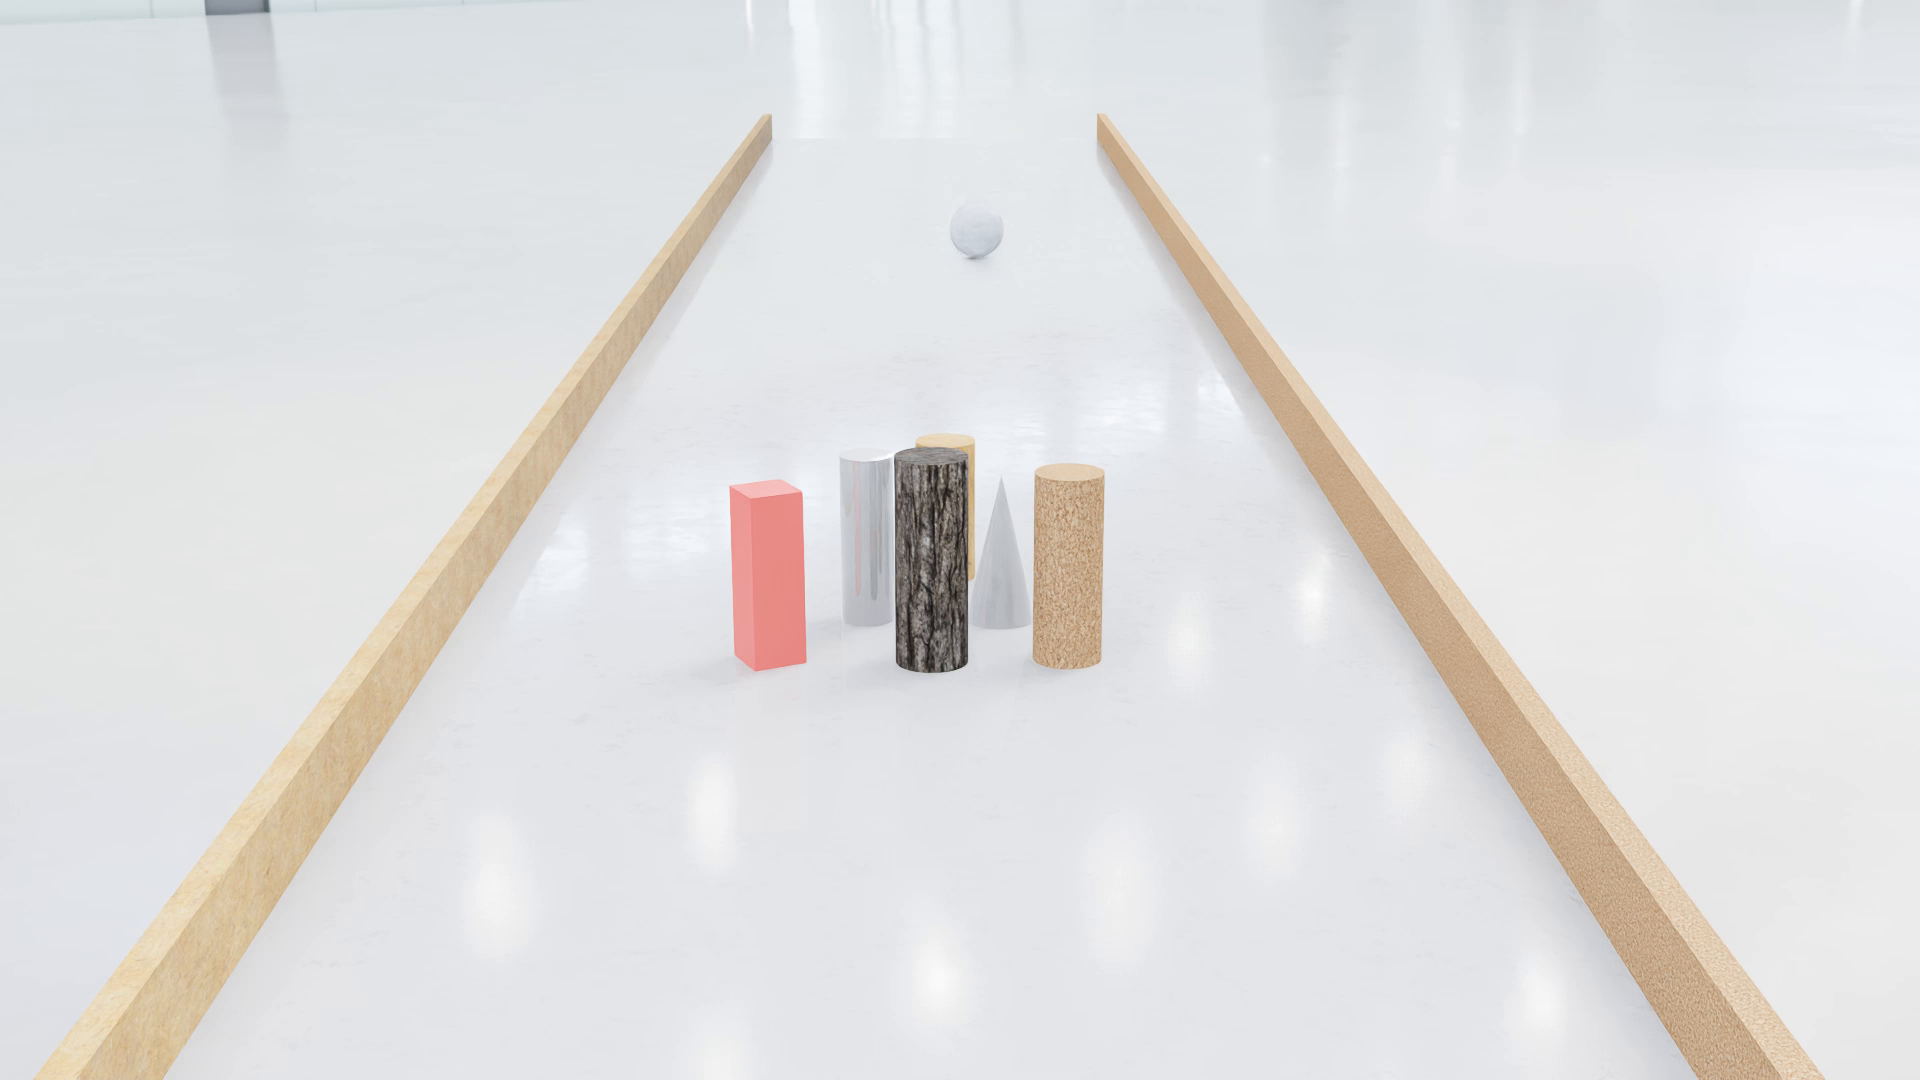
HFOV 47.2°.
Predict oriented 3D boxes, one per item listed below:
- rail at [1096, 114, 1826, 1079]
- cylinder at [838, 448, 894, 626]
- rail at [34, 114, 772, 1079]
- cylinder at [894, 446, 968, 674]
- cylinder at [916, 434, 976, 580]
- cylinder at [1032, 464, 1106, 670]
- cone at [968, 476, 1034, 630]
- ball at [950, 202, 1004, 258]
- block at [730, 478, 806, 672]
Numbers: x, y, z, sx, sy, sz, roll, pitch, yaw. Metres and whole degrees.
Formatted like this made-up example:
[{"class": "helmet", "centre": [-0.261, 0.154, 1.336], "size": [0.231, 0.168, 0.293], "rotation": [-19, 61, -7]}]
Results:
[{"class": "rail", "centre": [0.932, -0.844, 7.801], "size": [0.050, 0.150, 12.000], "rotation": [0, 17, -1]}, {"class": "cylinder", "centre": [-0.195, -0.006, 4.619], "size": [0.113, 0.358, 0.113], "rotation": [0, 17, 0]}, {"class": "rail", "centre": [-1.118, -0.838, 7.780], "size": [0.050, 0.150, 12.000], "rotation": [0, 17, -1]}, {"class": "cylinder", "centre": [-0.056, 0.039, 4.352], "size": [0.146, 0.424, 0.146], "rotation": [0, 17, 0]}, {"class": "cylinder", "centre": [-0.032, -0.070, 4.912], "size": [0.133, 0.313, 0.133], "rotation": [0, 17, 0]}, {"class": "cylinder", "centre": [0.216, 0.052, 4.374], "size": [0.139, 0.387, 0.139], "rotation": [0, 17, 0]}, {"class": "cone", "centre": [0.087, 0.014, 4.624], "size": [0.149, 0.316, 0.149], "rotation": [0, 17, 0]}, {"class": "ball", "centre": [0.069, -1.296, 9.183], "size": [0.229, 0.229, 0.229], "rotation": [0, 17, 0]}, {"class": "block", "centre": [-0.381, 0.069, 4.372], "size": [0.111, 0.355, 0.111], "rotation": [-8, 19, -26]}]
